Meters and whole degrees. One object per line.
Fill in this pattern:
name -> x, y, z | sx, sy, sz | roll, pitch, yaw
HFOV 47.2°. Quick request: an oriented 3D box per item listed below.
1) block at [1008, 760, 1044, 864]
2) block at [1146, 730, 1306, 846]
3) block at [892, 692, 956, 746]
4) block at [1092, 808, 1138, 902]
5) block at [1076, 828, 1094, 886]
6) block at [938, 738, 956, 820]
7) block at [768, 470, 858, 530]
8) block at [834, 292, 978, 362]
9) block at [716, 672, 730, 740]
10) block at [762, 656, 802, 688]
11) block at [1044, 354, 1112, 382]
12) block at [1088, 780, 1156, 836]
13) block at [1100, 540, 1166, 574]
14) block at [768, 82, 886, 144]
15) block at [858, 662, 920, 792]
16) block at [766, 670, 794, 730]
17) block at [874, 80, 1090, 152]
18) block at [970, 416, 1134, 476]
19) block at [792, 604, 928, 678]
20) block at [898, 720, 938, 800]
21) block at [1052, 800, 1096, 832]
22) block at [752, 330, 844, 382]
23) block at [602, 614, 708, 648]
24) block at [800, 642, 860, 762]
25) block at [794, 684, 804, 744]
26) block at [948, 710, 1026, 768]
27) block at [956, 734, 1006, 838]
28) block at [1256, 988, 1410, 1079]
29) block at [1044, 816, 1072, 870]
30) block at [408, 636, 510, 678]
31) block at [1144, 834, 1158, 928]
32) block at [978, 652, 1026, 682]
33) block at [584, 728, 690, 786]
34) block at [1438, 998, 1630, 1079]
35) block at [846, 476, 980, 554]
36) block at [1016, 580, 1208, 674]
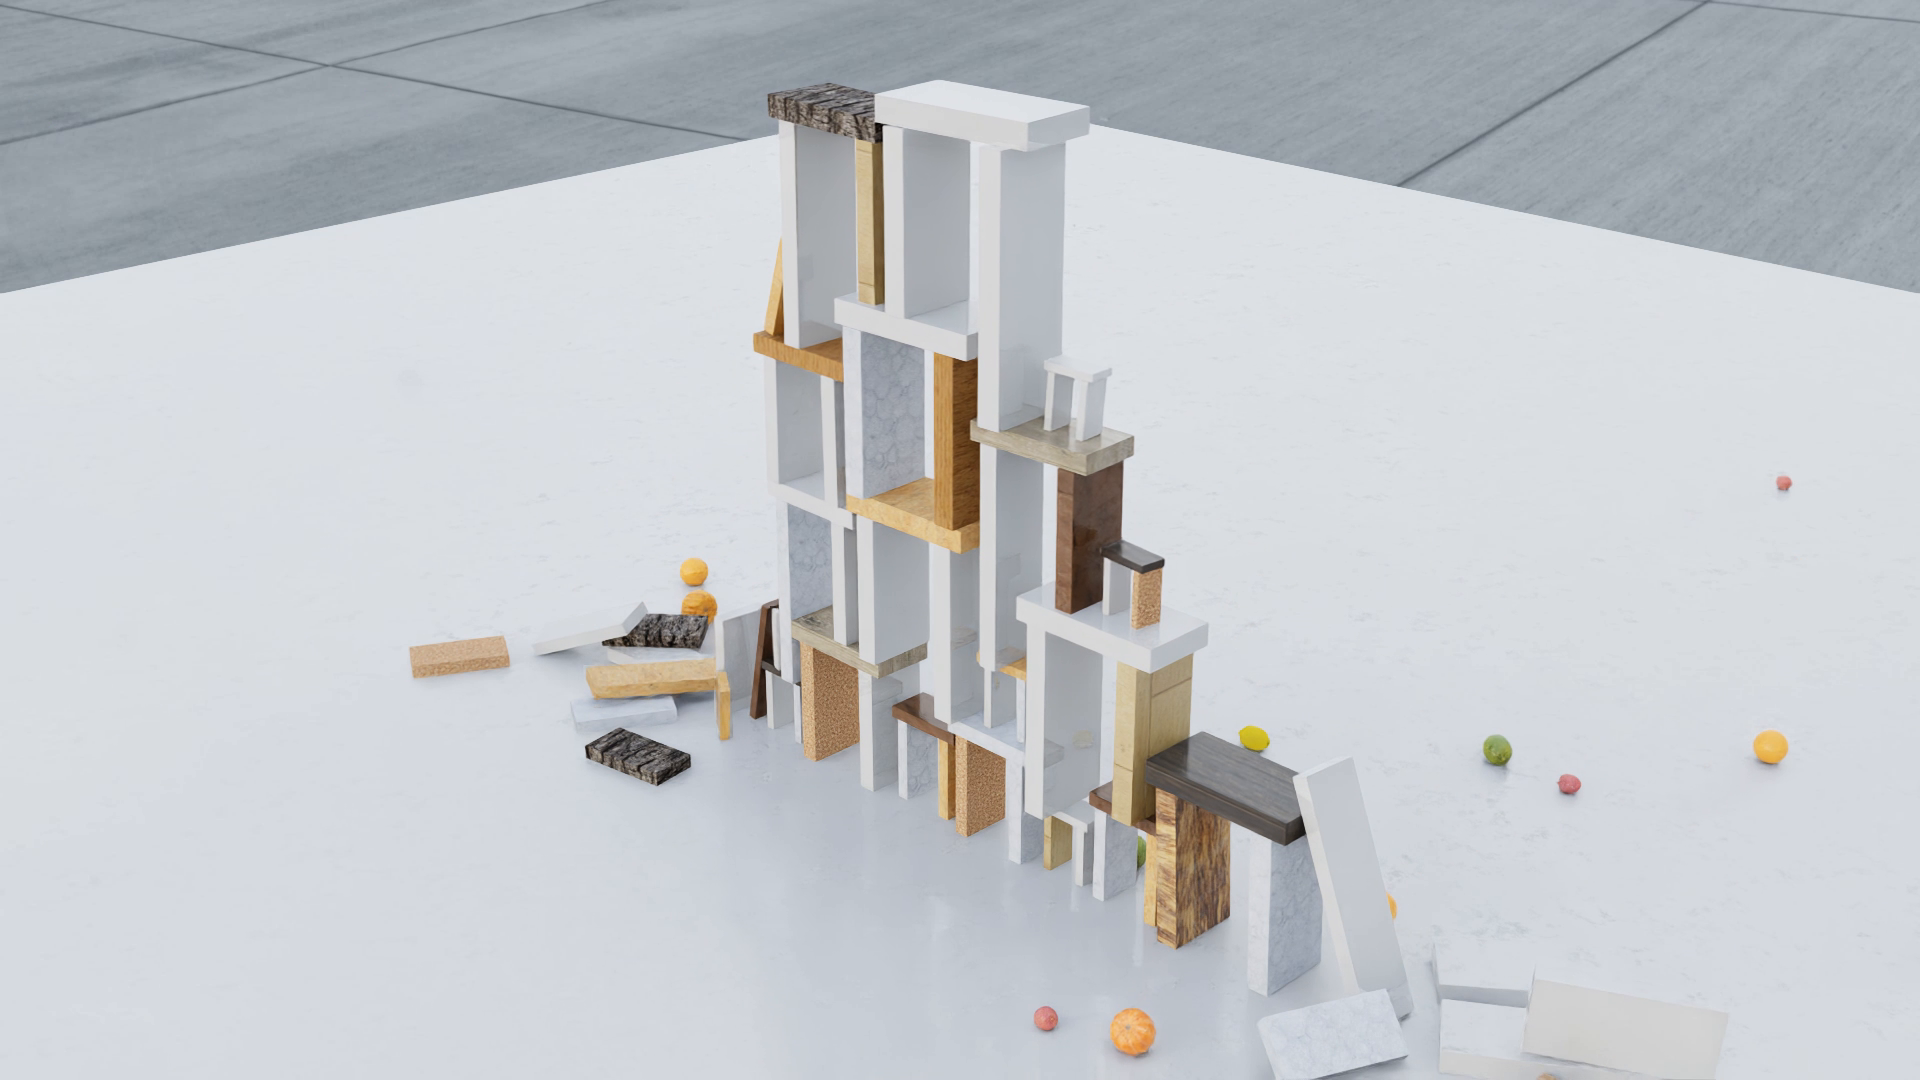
block -> 0.145, 0.511, 4.276 | 0.110, 0.220, 0.031 | -21, 31, -41
block -> 0.497, 0.434, 3.874 | 0.157, 0.044, 0.313 | -21, 31, -40
block -> -0.044, 0.359, 4.431 | 0.176, 0.025, 0.088 | 21, 31, 41
block -> 0.295, 0.579, 4.154 | 0.027, 0.190, 0.095 | 21, 31, 40
block -> 0.250, 0.594, 4.201 | 0.063, 0.125, 0.018 | -21, 31, -40
block -> -0.002, 0.468, 4.432 | 0.088, 0.176, 0.025 | -21, 31, -41
block -> -0.257, -0.092, 4.467 | 0.131, 0.037, 0.263 | -21, 31, -40
block -> -0.055, -0.412, 4.099 | 0.339, 0.048, 0.170 | 20, 30, 39
block -> -0.509, 0.358, 4.729 | 0.019, 0.135, 0.068 | -4, 36, -13
block -> -0.356, 0.277, 4.729 | 0.069, 0.020, 0.138 | -21, 31, -40
block -> 0.208, -0.303, 3.884 | 0.112, 0.016, 0.056 | 19, 30, 38
block -> 0.341, 0.496, 4.072 | 0.095, 0.027, 0.190 | -21, 30, -40
block -> 0.305, 0.030, 3.898 | 0.055, 0.016, 0.110 | -17, 28, -35
block -> -0.202, -0.799, 4.108 | 0.153, 0.043, 0.307 | -20, 30, -39
block -> -0.144, 0.372, 4.539 | 0.135, 0.270, 0.038 | -21, 31, -40
block -> -0.388, 0.337, 4.790 | 0.069, 0.138, 0.020 | -21, 31, -41
block -> 0.037, -0.751, 3.881 | 0.348, 0.049, 0.174 | 19, 29, 36
block -> 0.165, -0.184, 3.961 | 0.271, 0.038, 0.135 | 19, 30, 38
block -> -0.209, 0.205, 4.538 | 0.135, 0.038, 0.270 | -21, 31, -40
block -> -0.085, 0.436, 4.508 | 0.025, 0.176, 0.088 | 21, 31, 41
block -> 0.218, 0.517, 4.199 | 0.063, 0.018, 0.125 | -21, 30, -40
block -> -0.271, -0.376, 4.354 | 0.134, 0.038, 0.268 | -21, 31, -40
block -> -0.712, 0.211, 5.138 | 0.229, 0.033, 0.115 | 1, 23, 3
block -> -0.271, 0.322, 4.657 | 0.038, 0.270, 0.135 | 21, 31, 41
block -> -0.323, 0.363, 4.729 | 0.069, 0.138, 0.020 | -21, 31, -40
block -> 0.092, 0.375, 4.274 | 0.110, 0.031, 0.220 | -21, 31, -40
block -> 0.041, 0.470, 4.371 | 0.110, 0.220, 0.031 | -21, 31, -40
block -> 0.624, 0.833, 3.672 | 0.233, 0.033, 0.117 | -8, 63, -19
block -> 0.190, 0.571, 4.255 | 0.018, 0.125, 0.063 | 21, 31, 40
block -> -1.158, 0.270, 5.085 | 0.218, 0.031, 0.109 | -7, 24, -16
block -> 0.384, 0.613, 4.073 | 0.027, 0.190, 0.095 | 21, 31, 40
block -> 0.105, 0.233, 4.201 | 0.135, 0.019, 0.068 | 21, 31, 40
block -> -0.681, 0.457, 4.647 | 0.207, 0.029, 0.103 | 16, 28, 33
block -> 0.963, 0.851, 3.699 | 0.304, 0.043, 0.152 | 5, 23, 11
block -> -0.056, -0.058, 4.253 | 0.312, 0.044, 0.156 | 21, 31, 40
block -> 0.274, 0.146, 3.982 | 0.320, 0.045, 0.160 | 21, 31, 40
